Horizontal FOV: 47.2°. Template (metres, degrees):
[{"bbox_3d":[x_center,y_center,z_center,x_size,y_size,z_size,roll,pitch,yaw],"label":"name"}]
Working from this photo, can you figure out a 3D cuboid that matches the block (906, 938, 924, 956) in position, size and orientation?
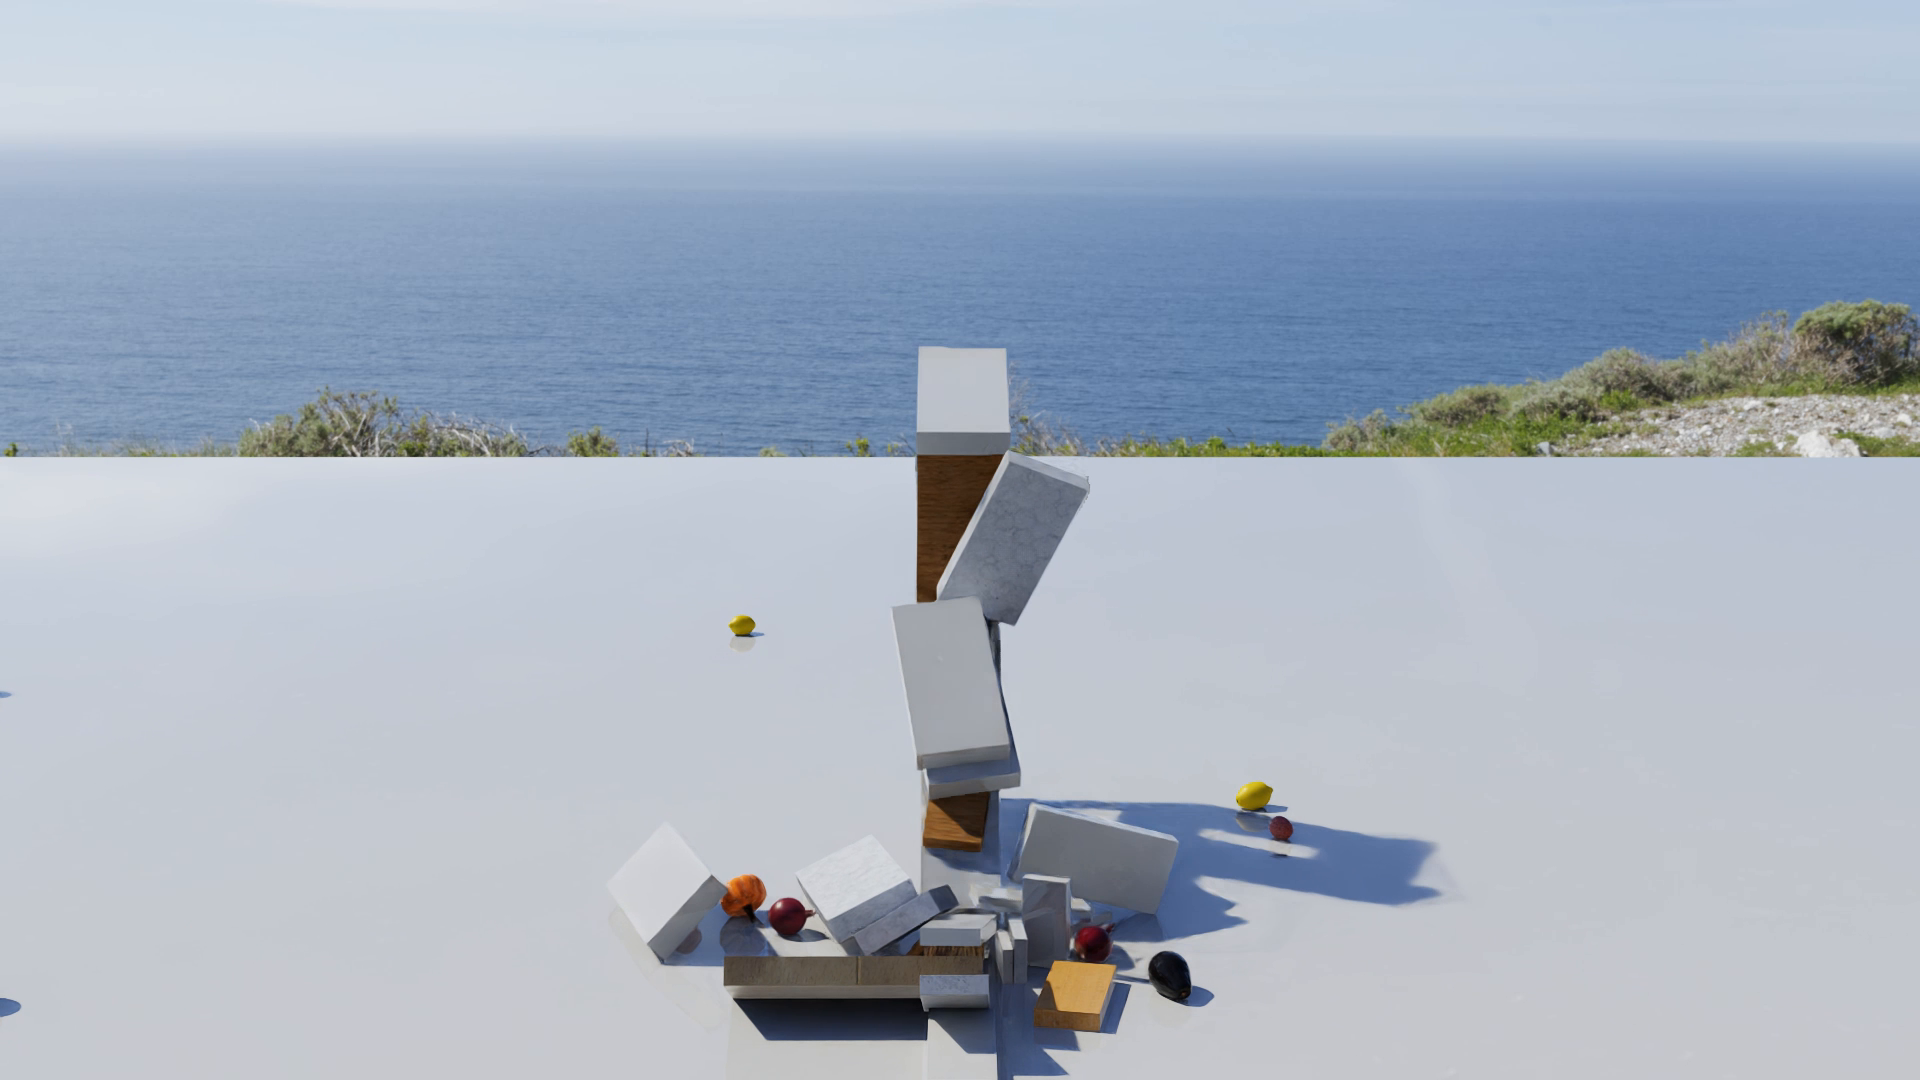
[{"bbox_3d":[-0.053,0.617,3.397,0.014,0.050,0.100,44,18,4],"label":"block"}]

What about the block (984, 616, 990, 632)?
[{"bbox_3d":[0.005,0.161,3.866,0.094,0.027,0.187,0,11,1],"label":"block"}]

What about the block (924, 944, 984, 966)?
[{"bbox_3d":[-0.009,0.610,3.209,0.086,0.024,0.171,0,-19,-1],"label":"block"}]

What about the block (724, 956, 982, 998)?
[{"bbox_3d":[-0.151,0.630,3.164,0.364,0.041,0.144,0,-19,0],"label":"block"}]

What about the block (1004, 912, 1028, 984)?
[{"bbox_3d":[0.085,0.615,3.343,0.020,0.070,0.140,0,11,-5],"label":"block"}]

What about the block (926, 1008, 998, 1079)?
[{"bbox_3d":[0.003,0.713,2.937,0.094,0.027,0.382,0,11,0],"label":"block"}]

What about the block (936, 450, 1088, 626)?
[{"bbox_3d":[0.089,-0.001,3.853,0.151,0.302,0.043,20,27,-15],"label":"block"}]

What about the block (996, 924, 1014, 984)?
[{"bbox_3d":[0.067,0.626,3.329,0.015,0.053,0.106,-1,11,-5],"label":"block"}]

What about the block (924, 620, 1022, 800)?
[{"bbox_3d":[-0.003,0.278,3.652,0.151,0.043,0.312,-8,52,-7],"label":"block"}]

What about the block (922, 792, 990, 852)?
[{"bbox_3d":[-0.001,0.419,3.584,0.094,0.027,0.188,5,49,5],"label":"block"}]

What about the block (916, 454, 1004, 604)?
[{"bbox_3d":[0.004,-0.024,3.955,0.162,0.324,0.046,1,25,0],"label":"block"}]

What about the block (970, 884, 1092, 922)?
[{"bbox_3d":[0.109,0.562,3.399,0.180,0.020,0.070,9,4,-11],"label":"block"}]

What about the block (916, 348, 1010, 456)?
[{"bbox_3d":[0.005,-0.254,3.970,0.162,0.046,0.324,0,32,-1],"label":"block"}]

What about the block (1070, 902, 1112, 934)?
[{"bbox_3d":[0.188,0.608,3.529,0.106,0.015,0.053,-10,14,-43],"label":"block"}]

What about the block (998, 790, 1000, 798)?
[{"bbox_3d":[0.004,0.280,4.198,0.140,0.424,0.040,0,-6,0],"label":"block"}]

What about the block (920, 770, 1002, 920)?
[{"bbox_3d":[0.000,0.467,3.583,0.127,0.036,0.335,0,49,0],"label":"block"}]

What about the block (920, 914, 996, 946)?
[{"bbox_3d":[-0.001,0.560,3.161,0.086,0.024,0.171,-1,-3,8],"label":"block"}]

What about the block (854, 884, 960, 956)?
[{"bbox_3d":[-0.077,0.571,3.307,0.127,0.036,0.254,-31,-9,2],"label":"block"}]

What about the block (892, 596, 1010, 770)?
[{"bbox_3d":[-0.018,0.233,3.633,0.151,0.043,0.301,-7,52,-6],"label":"block"}]

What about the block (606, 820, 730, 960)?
[{"bbox_3d":[-0.470,0.554,3.507,0.144,0.041,0.288,-47,23,-8],"label":"block"}]

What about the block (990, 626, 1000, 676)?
[{"bbox_3d":[0.004,0.299,4.086,0.140,0.280,0.040,0,18,0],"label":"block"}]

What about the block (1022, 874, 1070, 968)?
[{"bbox_3d":[0.131,0.580,3.338,0.070,0.140,0.020,4,11,20],"label":"block"}]

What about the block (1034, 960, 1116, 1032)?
[{"bbox_3d":[0.169,0.663,3.204,0.094,0.027,0.187,2,11,11],"label":"block"}]

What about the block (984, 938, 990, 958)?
[{"bbox_3d":[0.001,0.610,3.301,0.085,0.024,0.171,0,-15,0],"label":"block"}]

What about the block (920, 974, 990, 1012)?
[{"bbox_3d":[-0.006,0.634,3.074,0.094,0.027,0.187,0,-19,1],"label":"block"}]

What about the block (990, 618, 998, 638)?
[{"bbox_3d":[0.003,0.091,4.122,0.140,0.040,0.280,1,31,1],"label":"block"}]

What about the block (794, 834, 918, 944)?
[{"bbox_3d":[-0.168,0.557,3.537,0.144,0.041,0.288,-26,12,-10],"label":"block"}]

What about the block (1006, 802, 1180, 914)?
[{"bbox_3d":[0.215,0.513,3.540,0.254,0.127,0.036,15,8,-17],"label":"block"}]
